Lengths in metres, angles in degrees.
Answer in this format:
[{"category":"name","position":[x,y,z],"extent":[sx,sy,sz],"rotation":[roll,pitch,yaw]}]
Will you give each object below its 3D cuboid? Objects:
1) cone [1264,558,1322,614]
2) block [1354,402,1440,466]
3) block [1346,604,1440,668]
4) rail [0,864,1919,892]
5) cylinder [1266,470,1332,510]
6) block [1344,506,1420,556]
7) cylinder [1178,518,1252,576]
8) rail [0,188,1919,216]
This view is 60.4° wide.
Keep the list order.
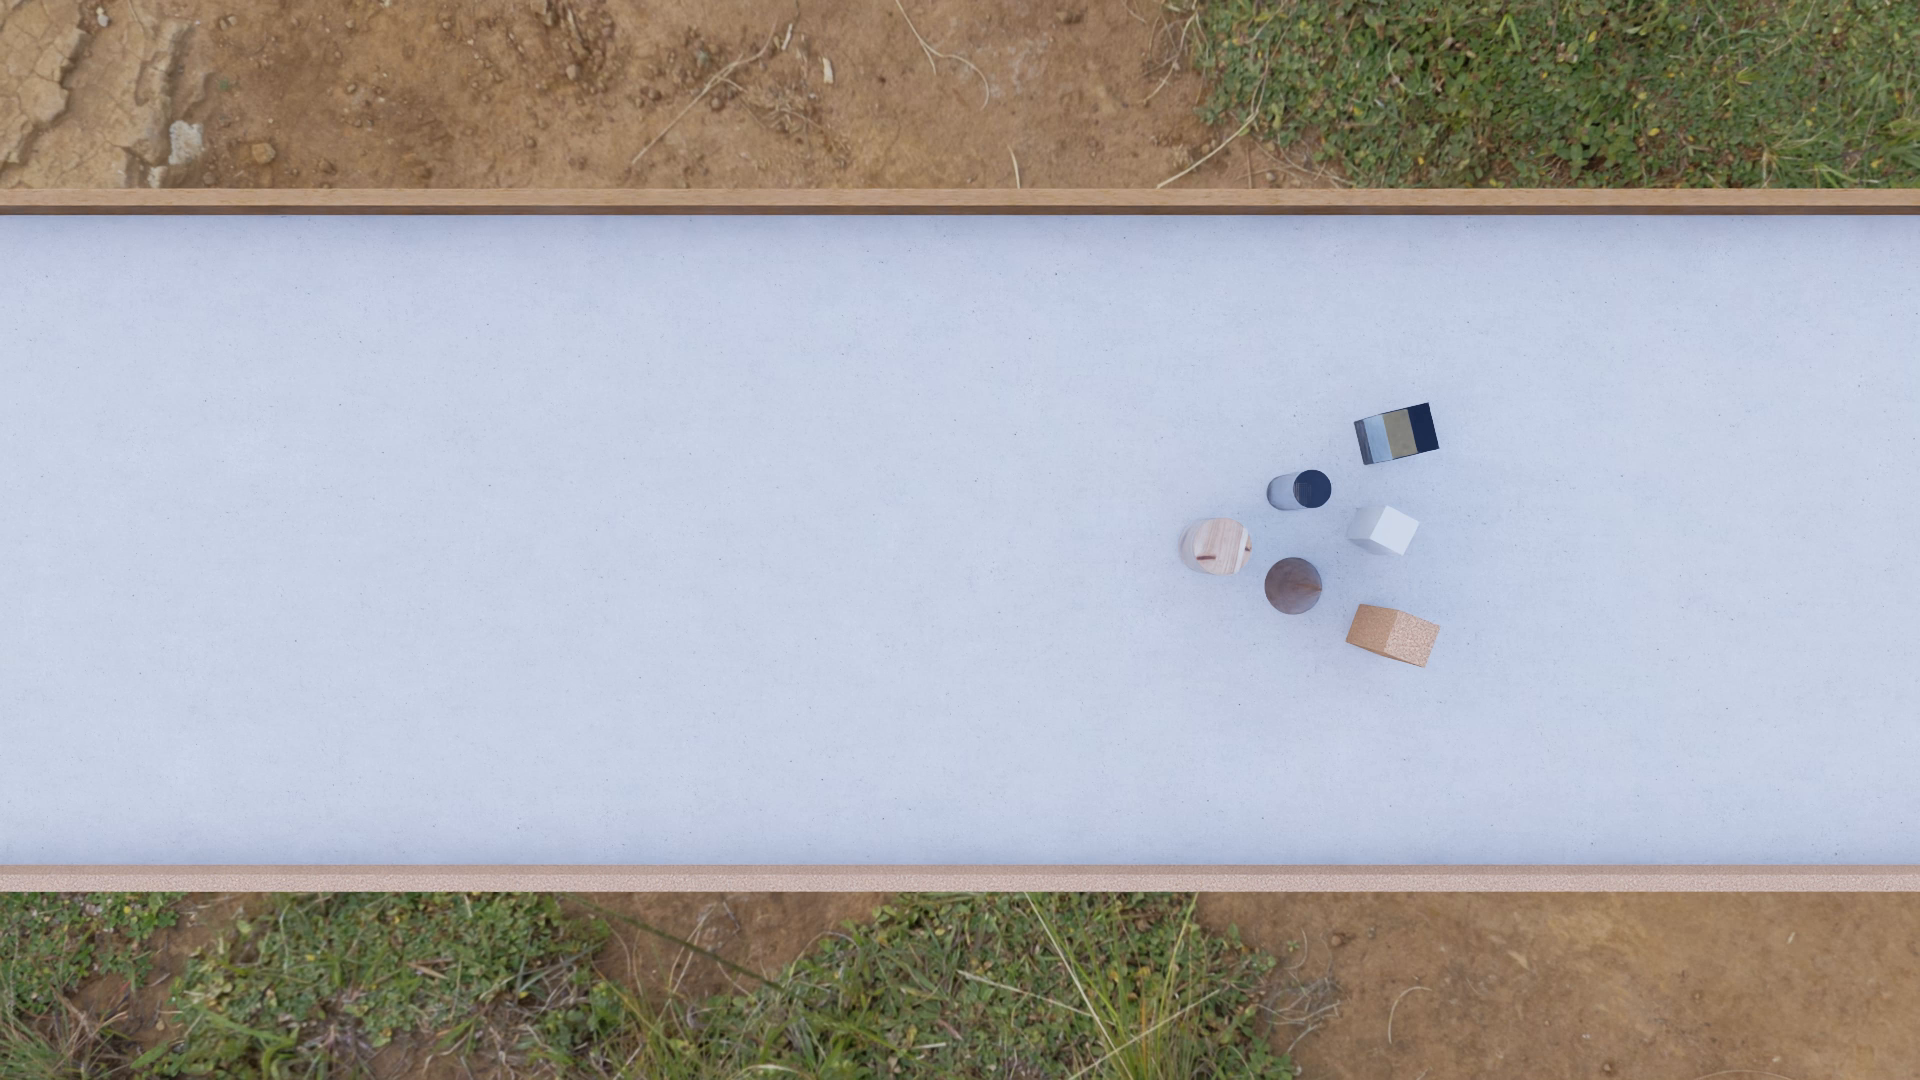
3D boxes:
[{"category":"cone","position":[1.025,0.141,4.869],"extent":[0.177,0.415,0.177],"rotation":[0,90,0]},{"category":"block","position":[1.294,-0.313,4.906],"extent":[0.138,0.341,0.138],"rotation":[-13,90,0]},{"category":"block","position":[1.266,0.277,4.848],"extent":[0.125,0.457,0.125],"rotation":[21,90,0]},{"category":"rail","position":[-2.247,1.025,5.001],"extent":[12.000,0.150,0.050],"rotation":[0,90,0]},{"category":"cylinder","position":[0.998,-0.145,4.874],"extent":[0.110,0.404,0.110],"rotation":[0,90,0]},{"category":"block","position":[1.254,-0.028,4.917],"extent":[0.108,0.319,0.108],"rotation":[27,90,0]},{"category":"cylinder","position":[0.755,0.019,4.907],"extent":[0.167,0.340,0.167],"rotation":[0,90,0]},{"category":"rail","position":[-2.247,-1.025,5.002],"extent":[12.000,0.150,0.050],"rotation":[0,90,0]}]
